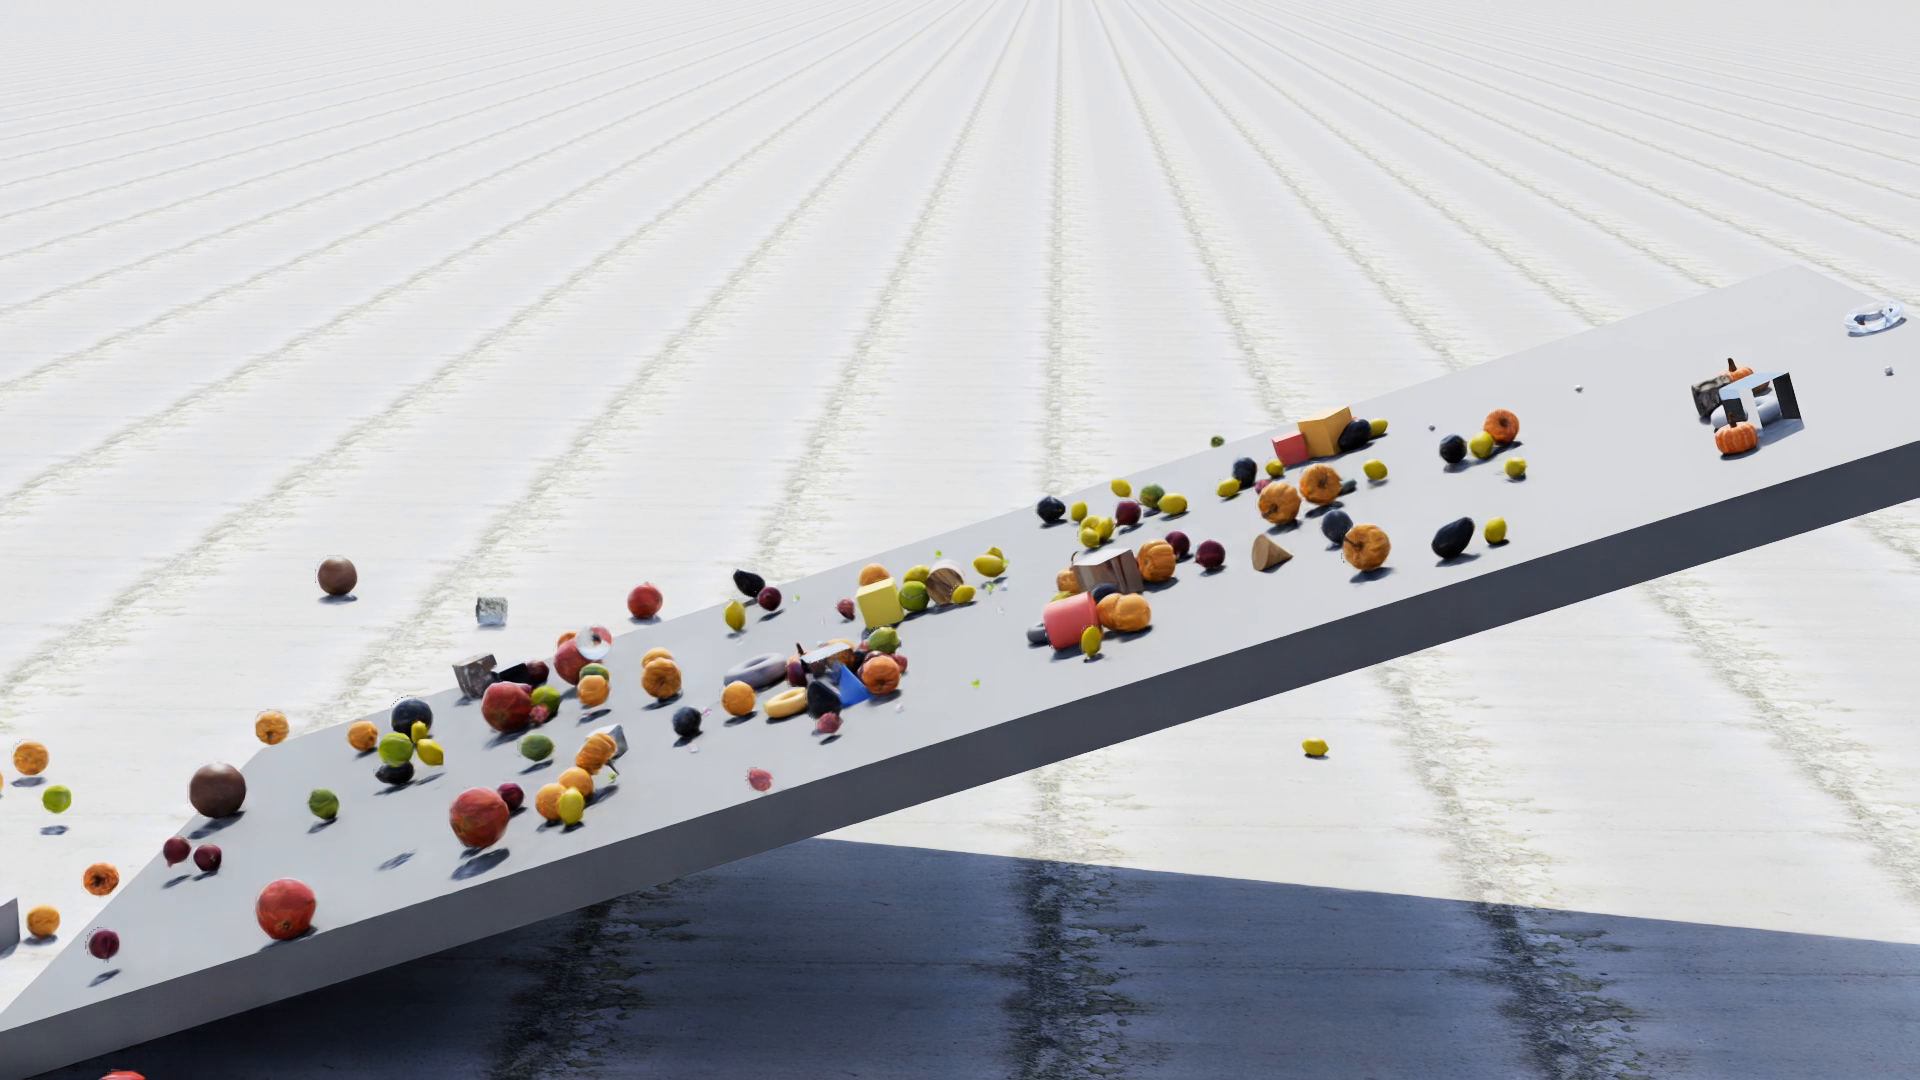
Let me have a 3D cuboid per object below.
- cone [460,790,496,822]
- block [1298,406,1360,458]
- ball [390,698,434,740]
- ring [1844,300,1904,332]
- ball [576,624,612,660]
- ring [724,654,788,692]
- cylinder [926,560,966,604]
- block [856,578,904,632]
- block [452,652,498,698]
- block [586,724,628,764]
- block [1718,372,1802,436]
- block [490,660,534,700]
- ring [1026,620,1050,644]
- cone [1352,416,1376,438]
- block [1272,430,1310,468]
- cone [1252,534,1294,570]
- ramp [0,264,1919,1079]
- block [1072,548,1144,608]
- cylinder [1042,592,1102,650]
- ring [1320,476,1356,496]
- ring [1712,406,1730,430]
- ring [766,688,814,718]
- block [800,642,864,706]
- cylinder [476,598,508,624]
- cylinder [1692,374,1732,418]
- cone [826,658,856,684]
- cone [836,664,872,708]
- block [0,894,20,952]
[{"bbox_3d":[-0.969,0.542,5.944,0.066,0.066,0.066,9,12,0],"label":"cone"},{"bbox_3d":[0.842,-0.247,6.724,0.087,0.087,0.087,-26,13,-36],"label":"block"},{"bbox_3d":[-1.289,0.422,6.919,0.099,0.099,0.099,0,12,0],"label":"ball"},{"bbox_3d":[1.911,-0.467,6.149,0.123,0.041,0.123,-18,12,4],"label":"ring"},{"bbox_3d":[-0.849,0.237,6.826,0.086,0.086,0.086,0,12,0],"label":"ball"},{"bbox_3d":[-0.436,0.284,6.302,0.146,0.049,0.146,-19,9,3],"label":"ring"},{"bbox_3d":[-0.031,0.092,6.492,0.083,0.083,0.083,1,12,3],"label":"cylinder"},{"bbox_3d":[-0.175,0.142,6.488,0.083,0.083,0.083,-18,11,3],"label":"block"},{"bbox_3d":[-1.187,0.332,7.243,0.084,0.084,0.084,-24,12,-25],"label":"block"},{"bbox_3d":[-0.730,0.421,6.082,0.057,0.057,0.057,-15,11,19],"label":"block"},{"bbox_3d":[1.522,-0.259,5.598,0.095,0.095,0.095,-23,11,-22],"label":"block"},{"bbox_3d":[-1.078,0.336,7.080,0.069,0.069,0.069,-23,11,-21],"label":"block"},{"bbox_3d":[0.176,0.179,5.841,0.094,0.031,0.094,-17,11,3],"label":"ring"},{"bbox_3d":[0.927,-0.248,6.753,0.058,0.058,0.058,18,19,26],"label":"cone"},{"bbox_3d":[0.757,-0.209,6.744,0.062,0.062,0.062,-19,11,-1],"label":"block"},{"bbox_3d":[0.628,0.029,5.827,0.075,0.075,0.075,9,8,-18],"label":"cone"},{"bbox_3d":[0.103,0.182,6.309,4.000,0.100,2.000,-17,11,5],"label":"ramp"},{"bbox_3d":[0.301,0.077,5.982,0.091,0.091,0.091,-25,12,-30],"label":"block"},{"bbox_3d":[0.218,0.157,5.710,0.093,0.093,0.093,-16,9,11],"label":"cylinder"},{"bbox_3d":[0.807,-0.114,6.272,0.080,0.027,0.080,-19,11,4],"label":"ring"},{"bbox_3d":[1.512,-0.246,5.708,0.111,0.037,0.111,-21,12,5],"label":"ring"},{"bbox_3d":[-0.343,0.330,5.947,0.105,0.035,0.105,-17,11,3],"label":"ring"},{"bbox_3d":[-0.258,0.270,5.947,0.093,0.093,0.093,-21,11,-13],"label":"block"},{"bbox_3d":[-1.467,0.223,9.221,0.083,0.083,0.083,1,12,3],"label":"cylinder"},{"bbox_3d":[1.499,-0.286,5.843,0.070,0.070,0.070,-18,11,4],"label":"cylinder"},{"bbox_3d":[-0.241,0.273,6.089,0.055,0.055,0.055,6,9,-18],"label":"cone"},{"bbox_3d":[-0.222,0.283,5.860,0.077,0.077,0.077,-18,11,3],"label":"cone"},{"bbox_3d":[-2.084,0.821,6.290,0.100,0.100,0.100,3,12,13],"label":"block"}]
